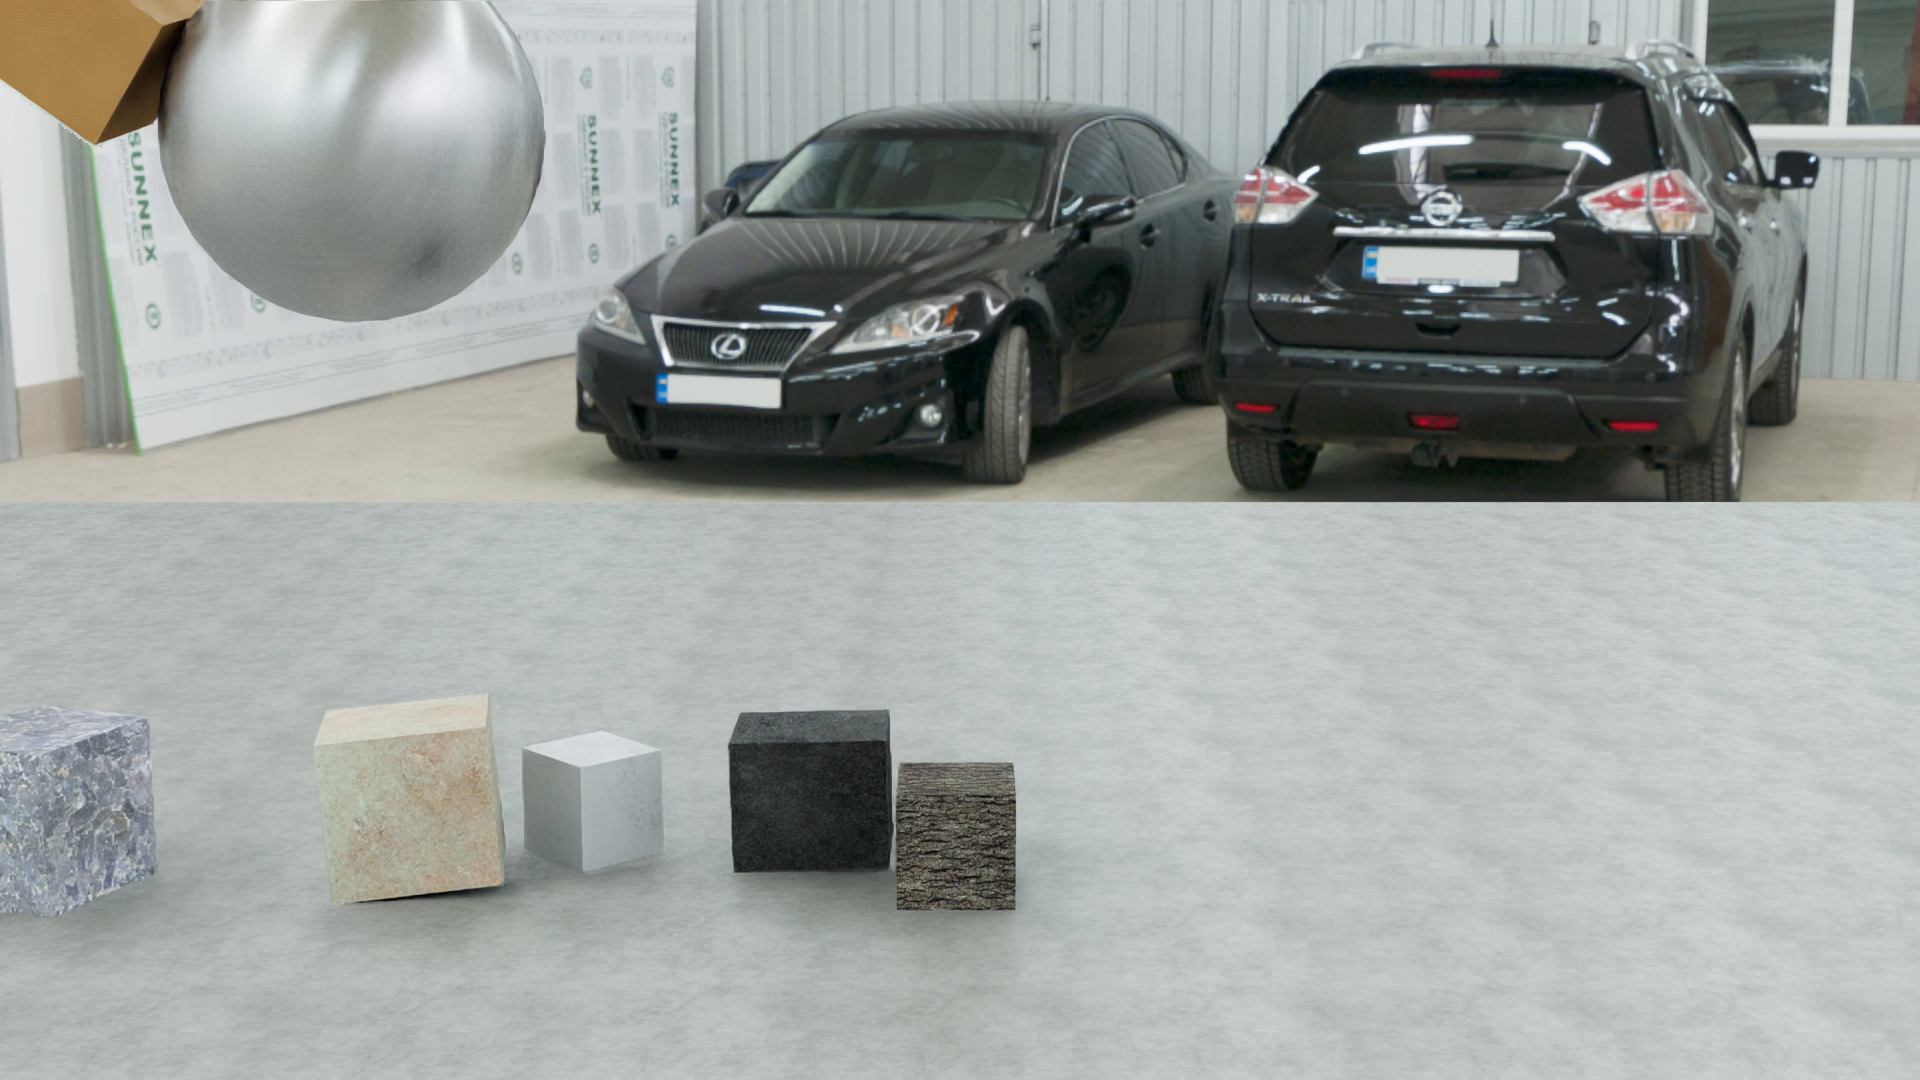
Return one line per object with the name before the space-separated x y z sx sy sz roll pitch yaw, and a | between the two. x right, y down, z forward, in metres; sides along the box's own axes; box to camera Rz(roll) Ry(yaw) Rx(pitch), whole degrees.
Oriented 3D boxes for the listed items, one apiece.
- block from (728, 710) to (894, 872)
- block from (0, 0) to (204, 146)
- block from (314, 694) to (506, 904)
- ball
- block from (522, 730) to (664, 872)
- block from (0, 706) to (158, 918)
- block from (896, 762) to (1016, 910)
block | -0.667 1.132 11.655 0.691 0.588 0.570 -1 10 1
block | -3.663 -2.152 10.867 0.635 0.611 0.575 35 19 -4
block | -2.401 1.125 11.261 0.717 0.705 0.617 -6 11 -8
ball | -2.565 -1.724 10.867 1.600 1.600 1.600 0 10 0
block | -1.676 1.185 11.699 0.441 0.482 0.469 -9 14 -42
block | -3.984 1.168 11.160 0.600 0.710 0.697 4 11 21
block | -0.016 1.278 11.118 0.505 0.507 0.523 0 10 0
